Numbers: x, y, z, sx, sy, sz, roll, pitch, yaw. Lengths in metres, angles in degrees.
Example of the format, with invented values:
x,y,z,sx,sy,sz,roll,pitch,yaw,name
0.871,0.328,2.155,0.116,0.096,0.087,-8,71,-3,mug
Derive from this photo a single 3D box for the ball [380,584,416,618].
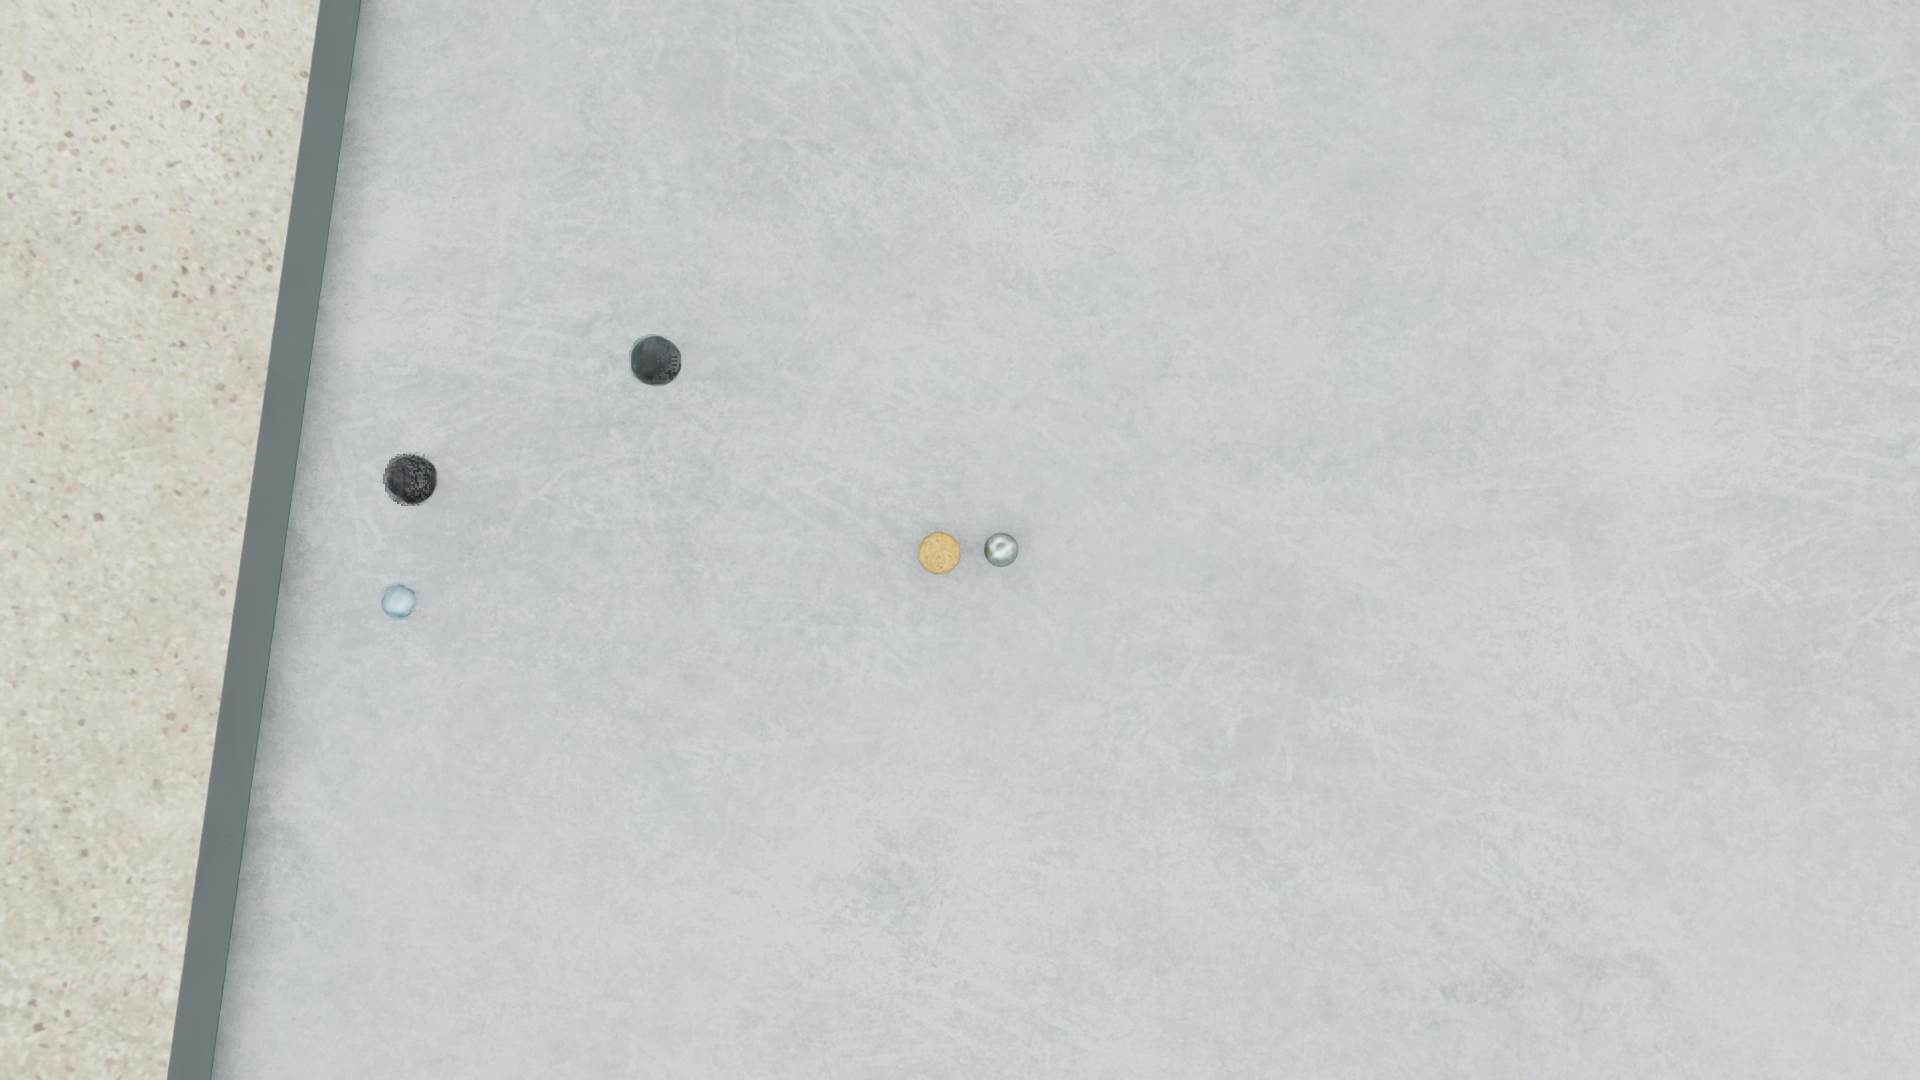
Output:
x,y,z,sx,sy,sz,roll,pitch,yaw,name
-0.834,0.091,3.264,0.050,0.050,0.050,0,82,0,ball

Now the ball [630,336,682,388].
x,y,z,sx,sy,sz,roll,pitch,yaw,name
-0.457,-0.268,3.302,0.077,0.077,0.077,0,82,0,ball

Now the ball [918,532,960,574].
x,y,z,sx,sy,sz,roll,pitch,yaw,name
-0.031,0.020,3.267,0.064,0.064,0.064,0,82,0,ball

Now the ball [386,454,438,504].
x,y,z,sx,sy,sz,roll,pitch,yaw,name
-0.817,-0.090,3.277,0.075,0.075,0.075,0,82,0,ball

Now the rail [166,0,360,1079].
x,y,z,sx,sy,sz,roll,pitch,yaw,name
-1.010,-0.097,3.265,0.045,0.100,2.166,5,82,1,rail

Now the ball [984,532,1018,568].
x,y,z,sx,sy,sz,roll,pitch,yaw,name
0.061,0.015,3.274,0.052,0.052,0.052,0,82,0,ball
